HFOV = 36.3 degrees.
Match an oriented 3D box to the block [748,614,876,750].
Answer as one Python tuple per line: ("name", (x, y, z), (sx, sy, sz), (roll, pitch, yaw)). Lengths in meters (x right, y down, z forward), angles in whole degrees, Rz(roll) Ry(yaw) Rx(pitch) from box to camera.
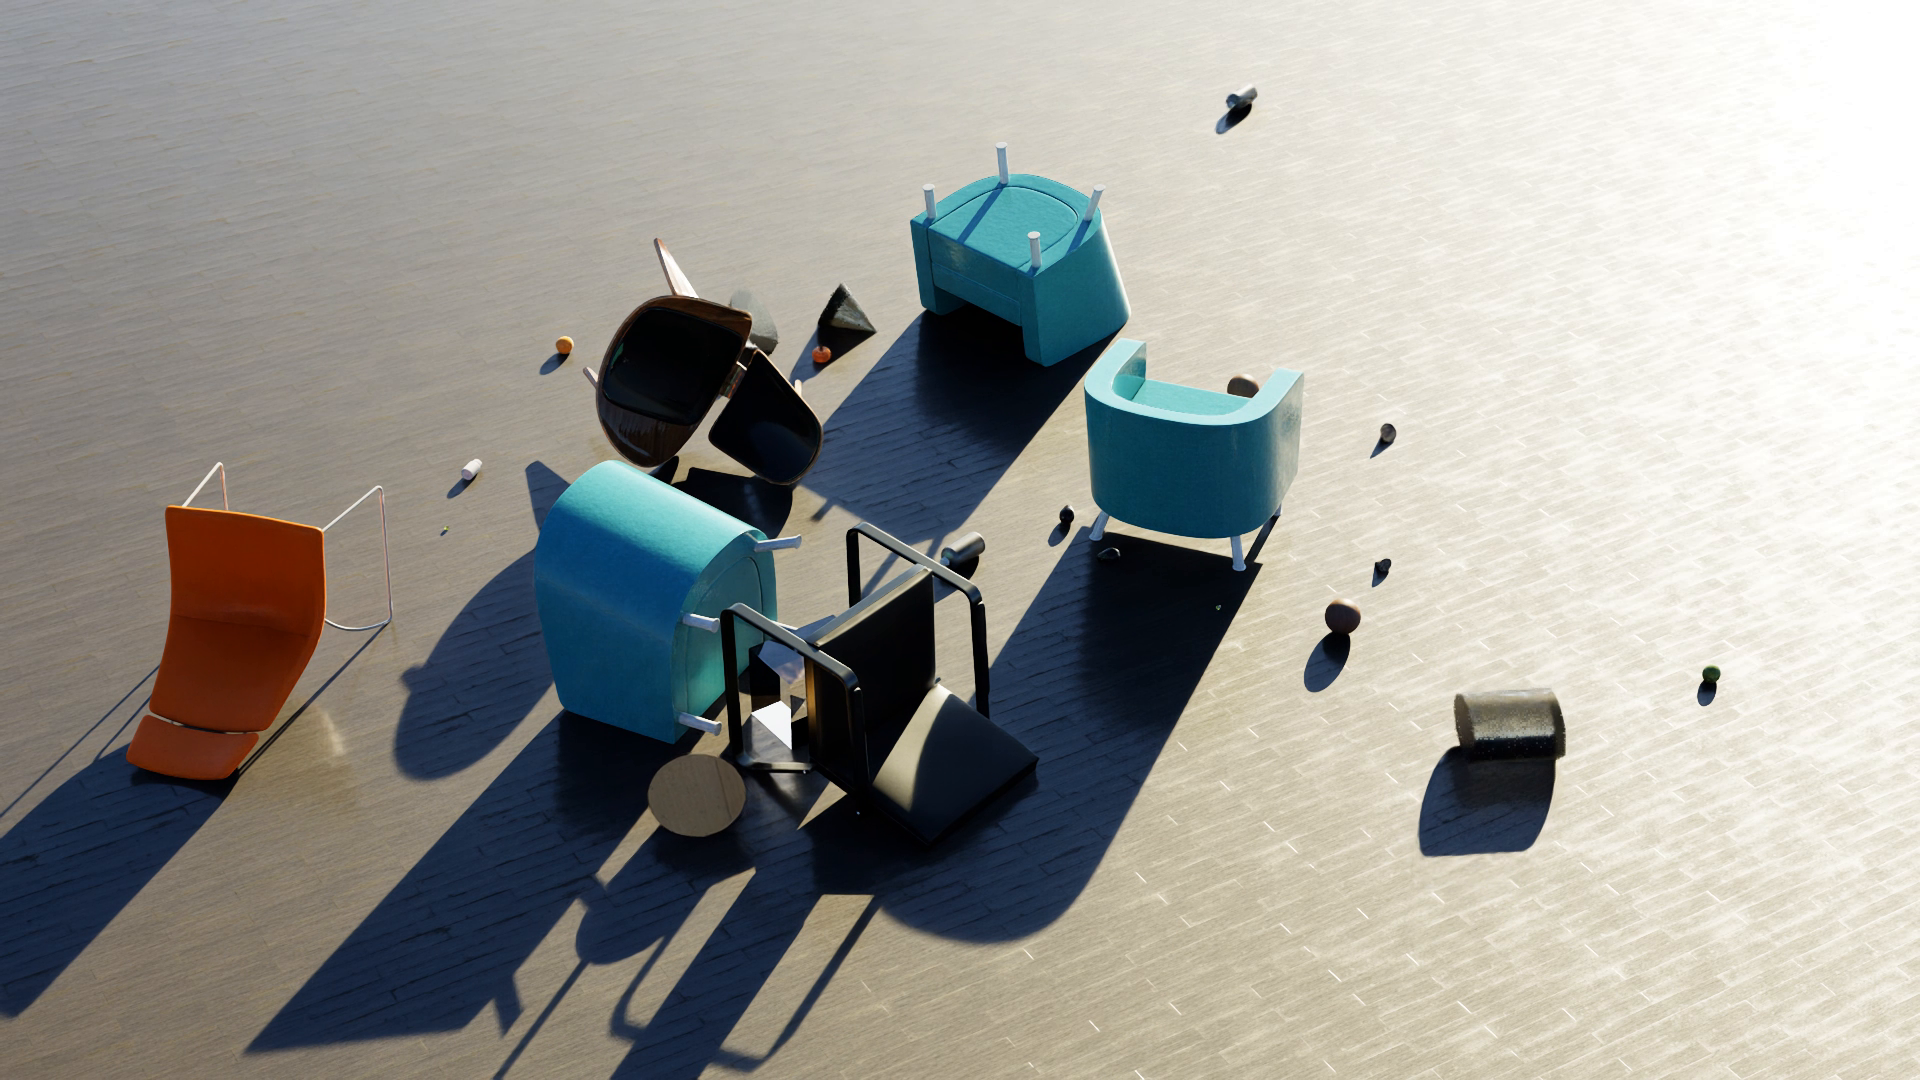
("block", (-0.500, 0.481, 9.967), (0.343, 0.272, 0.256), (-22, 39, -29))

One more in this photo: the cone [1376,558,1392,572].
("cone", (1.546, 0.087, 10.793), (0.062, 0.047, 0.063), (-21, 18, -25))

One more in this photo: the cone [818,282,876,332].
("cone", (-0.443, -0.930, 12.264), (0.231, 0.211, 0.242), (32, -1, 0))

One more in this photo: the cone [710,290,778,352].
("cone", (-0.943, -0.864, 12.141), (0.234, 0.312, 0.267), (-23, 58, 26))

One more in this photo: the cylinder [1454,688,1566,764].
("cylinder", (1.842, 0.622, 9.826), (0.308, 0.191, 0.289), (-3, 38, -5))

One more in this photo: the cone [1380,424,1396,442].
("cone", (1.673, -0.418, 11.551), (0.084, 0.076, 0.047), (-16, -3, -34))

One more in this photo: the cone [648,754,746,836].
("cone", (-0.837, 0.790, 9.628), (0.320, 0.276, 0.348), (-12, 10, 7))
